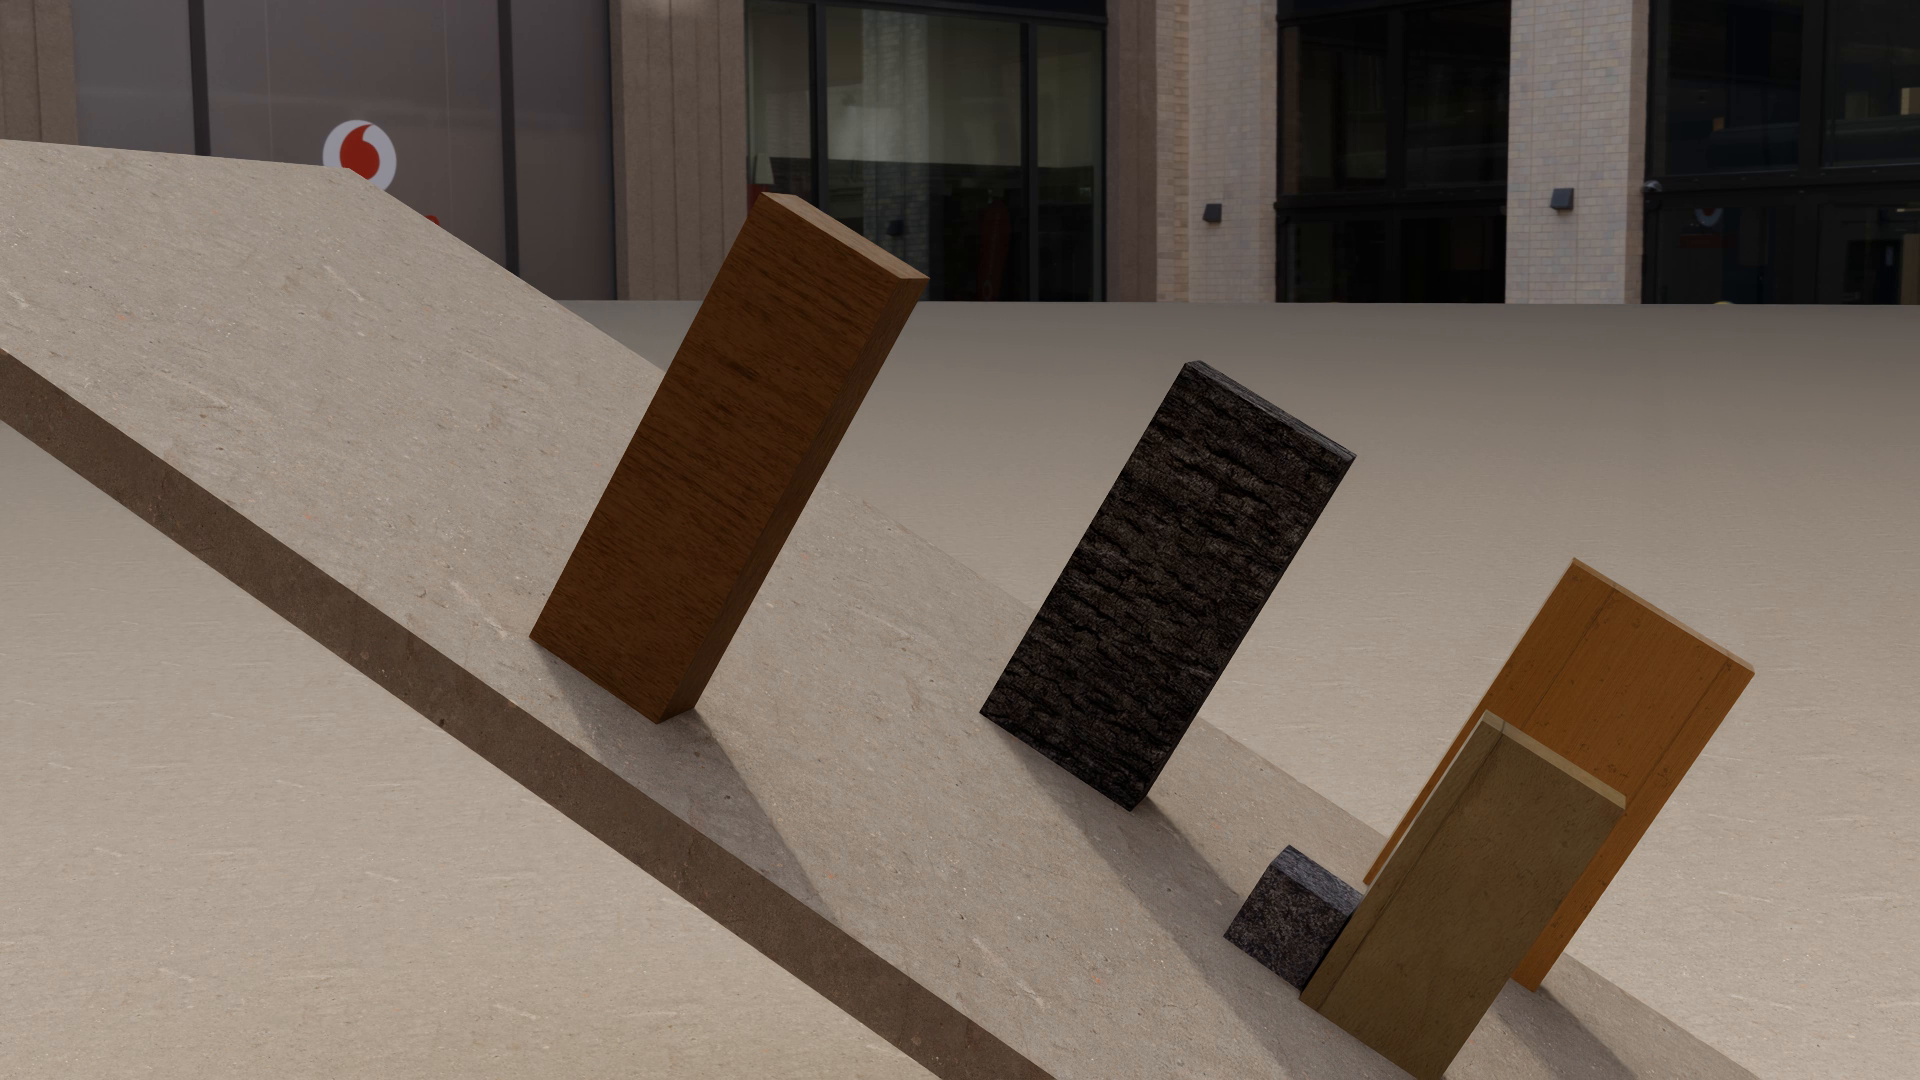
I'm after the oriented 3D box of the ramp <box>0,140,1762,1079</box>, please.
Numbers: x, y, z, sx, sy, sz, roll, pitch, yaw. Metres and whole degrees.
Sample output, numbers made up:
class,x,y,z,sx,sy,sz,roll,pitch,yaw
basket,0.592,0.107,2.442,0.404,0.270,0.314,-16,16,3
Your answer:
class,x,y,z,sx,sy,sz,roll,pitch,yaw
ramp,-0.180,0.296,4.126,4.000,0.100,2.000,33,15,11

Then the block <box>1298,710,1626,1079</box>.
class,x,y,z,sx,sy,sz,roll,pitch,yaw
block,0.839,0.604,3.695,0.265,0.580,0.099,33,15,11

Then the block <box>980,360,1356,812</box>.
class,x,y,z,sx,sy,sz,roll,pitch,yaw
block,0.389,0.087,4.162,0.346,0.781,0.147,33,15,11

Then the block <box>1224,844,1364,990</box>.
class,x,y,z,sx,sy,sz,roll,pitch,yaw
block,0.587,0.660,3.862,0.159,0.159,0.159,34,15,15

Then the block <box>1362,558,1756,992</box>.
class,x,y,z,sx,sy,sz,roll,pitch,yaw
block,1.191,0.473,4.414,0.401,0.780,0.095,33,15,11

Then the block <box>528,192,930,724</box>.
class,x,y,z,sx,sy,sz,roll,pitch,yaw
block,-0.361,-0.123,3.395,0.252,0.794,0.143,33,15,11
